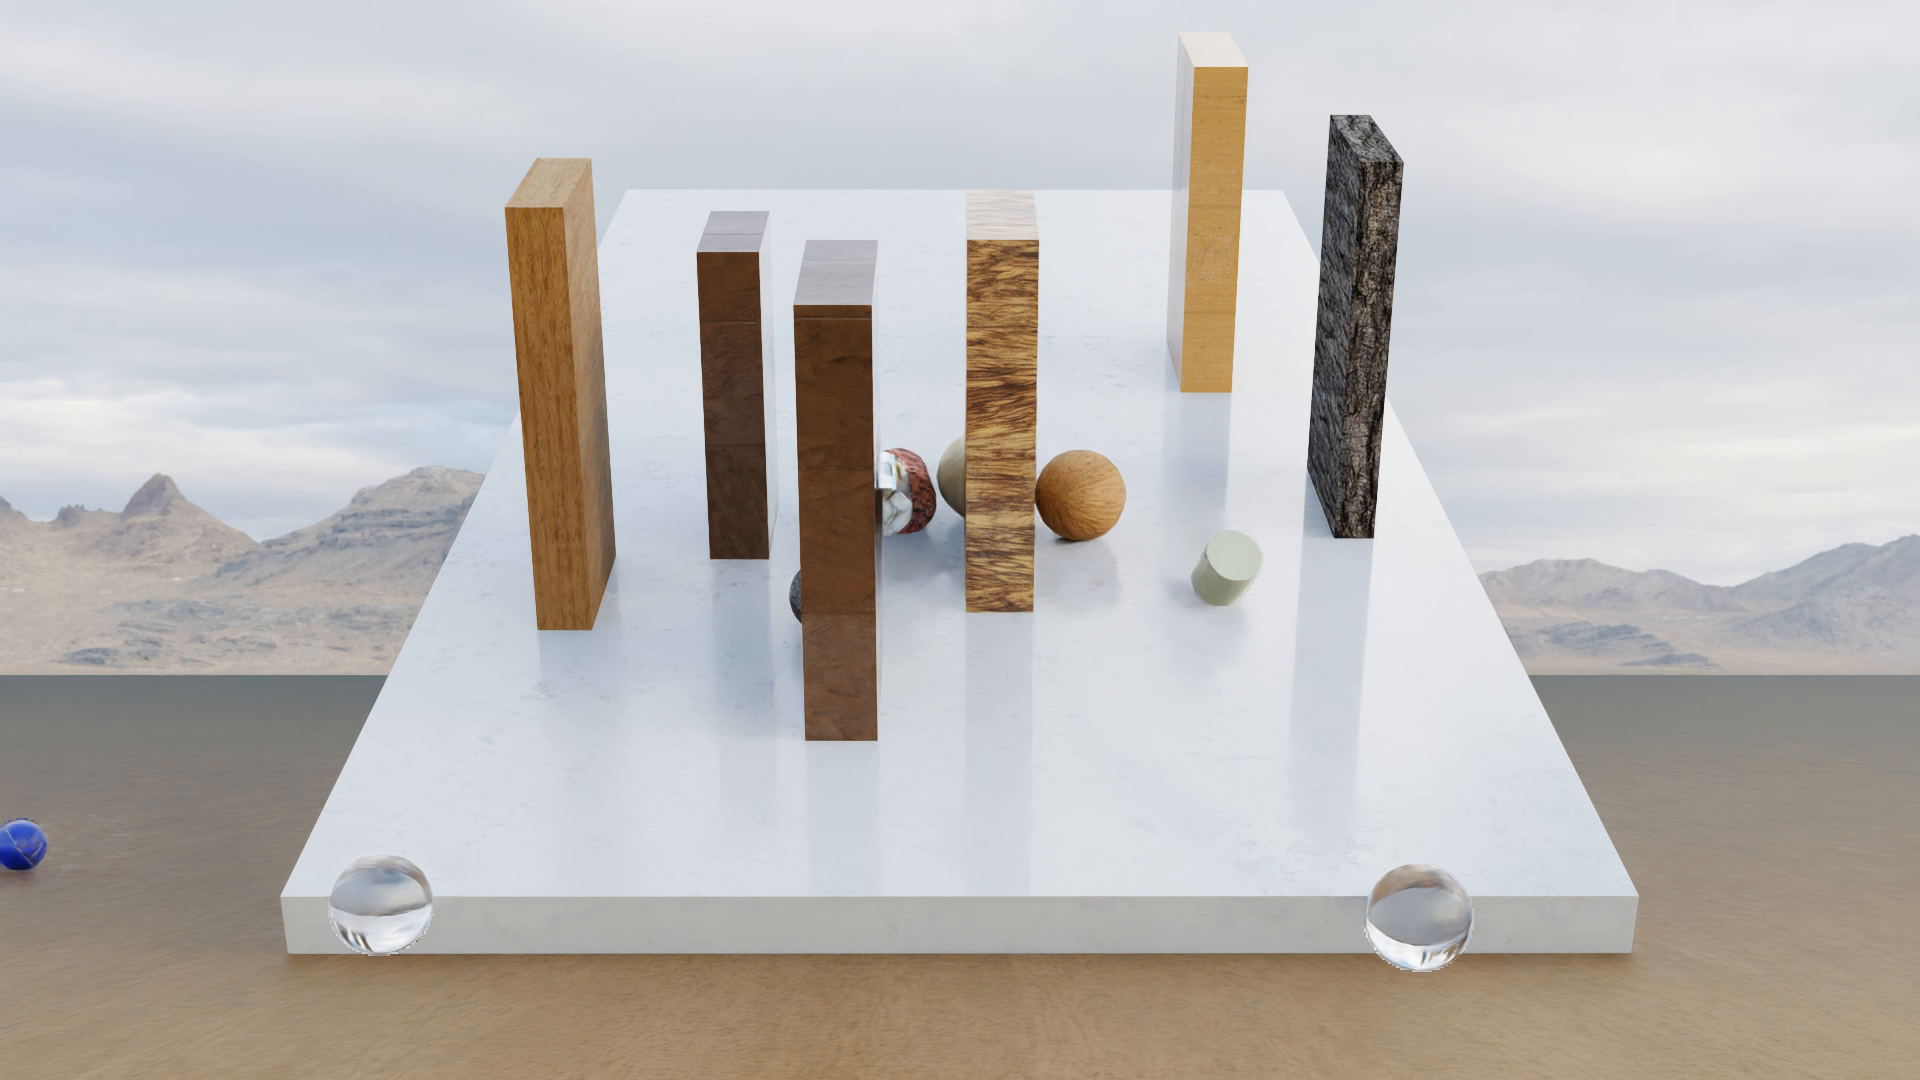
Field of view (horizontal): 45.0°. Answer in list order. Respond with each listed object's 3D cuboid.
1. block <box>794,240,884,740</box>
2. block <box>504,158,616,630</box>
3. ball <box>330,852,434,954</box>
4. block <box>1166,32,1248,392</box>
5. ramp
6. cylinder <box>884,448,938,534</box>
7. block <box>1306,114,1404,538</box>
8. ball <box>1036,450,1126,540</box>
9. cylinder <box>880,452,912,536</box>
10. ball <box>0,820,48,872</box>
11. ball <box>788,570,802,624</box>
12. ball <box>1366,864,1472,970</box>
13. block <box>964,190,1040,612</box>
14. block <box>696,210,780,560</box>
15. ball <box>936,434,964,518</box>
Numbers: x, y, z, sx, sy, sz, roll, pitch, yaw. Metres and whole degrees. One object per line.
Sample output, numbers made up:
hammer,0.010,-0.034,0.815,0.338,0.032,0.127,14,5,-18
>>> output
block,-0.197,-0.084,3.864,0.120,0.756,0.357,0,23,0
block,-0.722,-0.266,4.233,0.099,0.793,0.337,0,23,0
ball,-0.816,0.512,3.272,0.142,0.142,0.142,0,-3,0
block,0.575,-0.772,5.443,0.120,0.762,0.391,0,23,0
ramp,-0.008,-0.227,5.268,2.000,0.100,4.000,0,23,0
cylinder,-0.121,-0.099,4.678,0.134,0.134,0.134,1,23,-9
block,0.787,-0.431,4.654,0.080,0.766,0.384,0,23,0
ball,0.239,-0.089,4.599,0.182,0.182,0.182,0,-3,0
cylinder,-0.153,-0.088,4.433,0.115,0.115,0.115,0,38,-7
ball,-1.970,0.641,4.862,0.105,0.105,0.105,0,-3,0
ball,-0.242,0.101,4.213,0.137,0.137,0.137,0,-3,0
ball,0.644,0.529,3.255,0.148,0.148,0.148,0,-3,0
block,0.073,-0.261,4.323,0.126,0.715,0.337,0,23,0
block,-0.431,-0.304,4.538,0.116,0.621,0.283,0,23,0
ball,0.046,-0.130,4.687,0.185,0.185,0.185,0,-3,0
